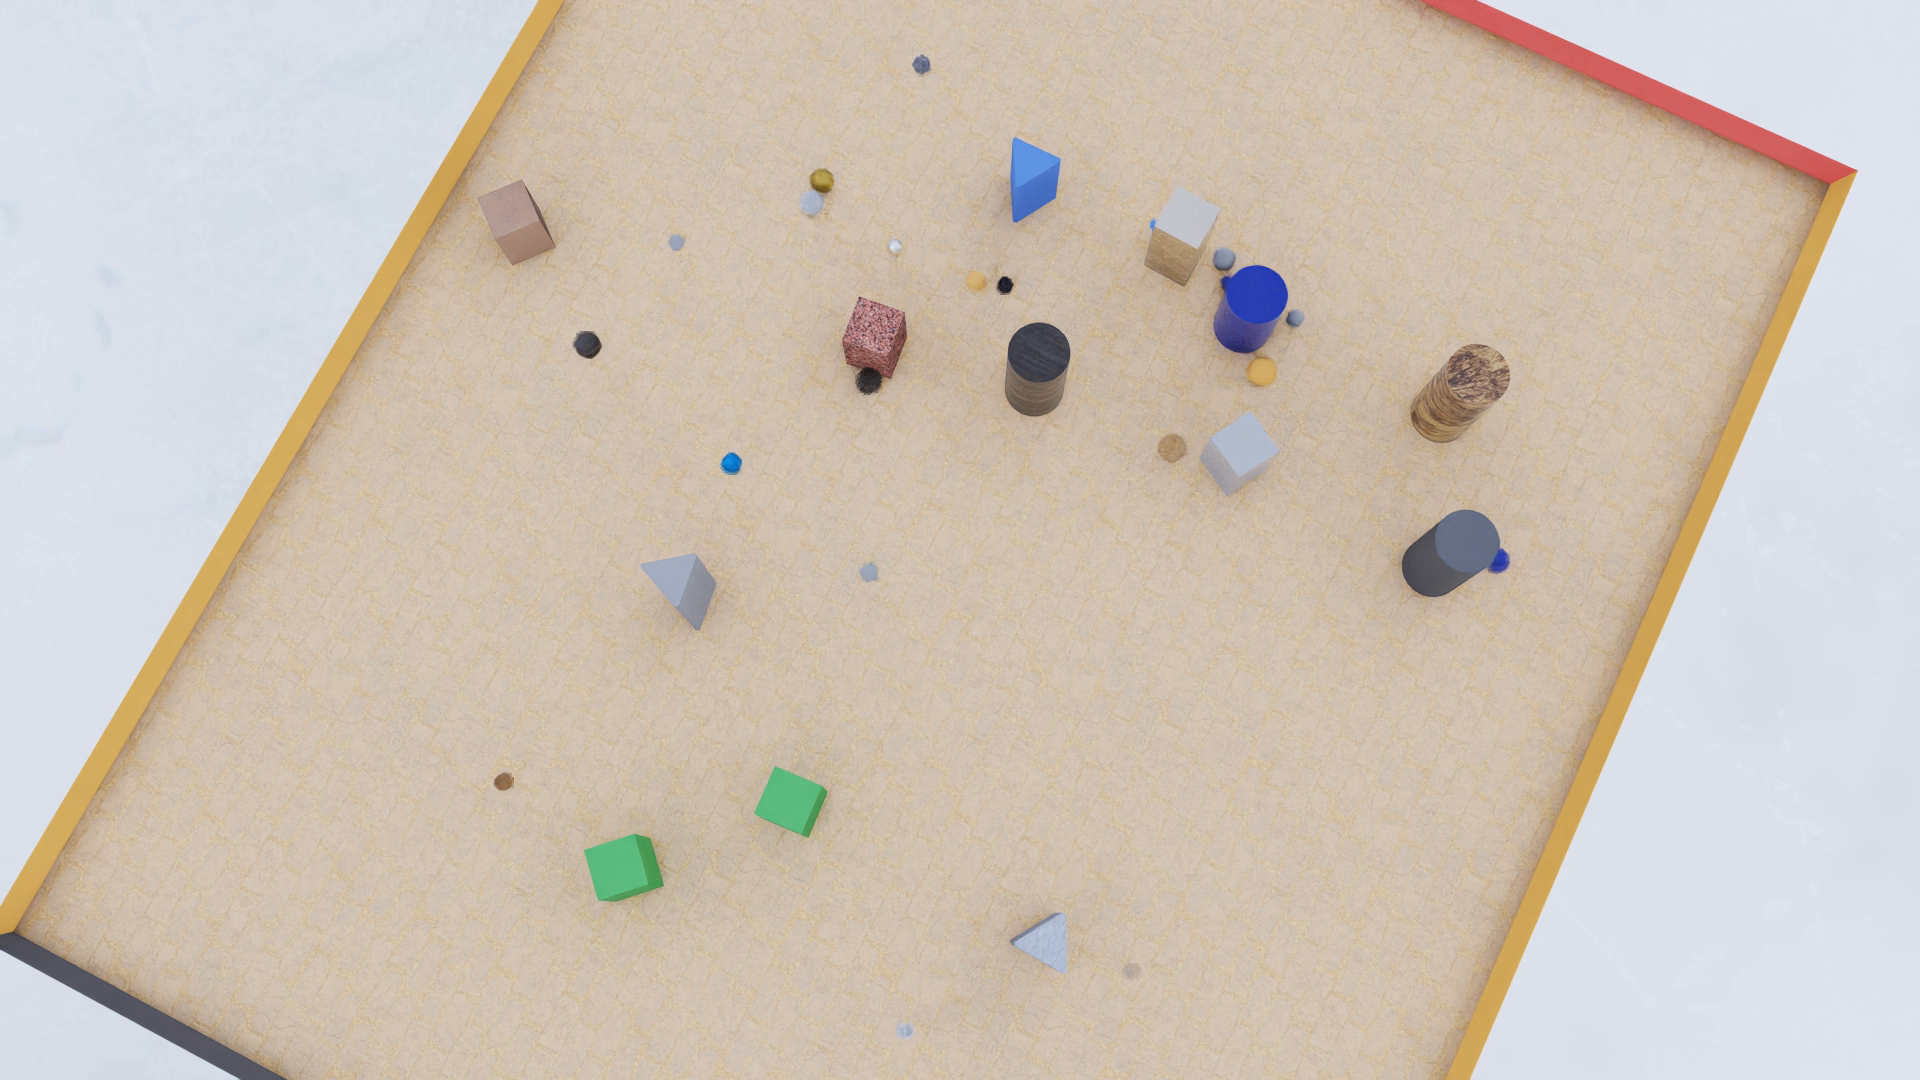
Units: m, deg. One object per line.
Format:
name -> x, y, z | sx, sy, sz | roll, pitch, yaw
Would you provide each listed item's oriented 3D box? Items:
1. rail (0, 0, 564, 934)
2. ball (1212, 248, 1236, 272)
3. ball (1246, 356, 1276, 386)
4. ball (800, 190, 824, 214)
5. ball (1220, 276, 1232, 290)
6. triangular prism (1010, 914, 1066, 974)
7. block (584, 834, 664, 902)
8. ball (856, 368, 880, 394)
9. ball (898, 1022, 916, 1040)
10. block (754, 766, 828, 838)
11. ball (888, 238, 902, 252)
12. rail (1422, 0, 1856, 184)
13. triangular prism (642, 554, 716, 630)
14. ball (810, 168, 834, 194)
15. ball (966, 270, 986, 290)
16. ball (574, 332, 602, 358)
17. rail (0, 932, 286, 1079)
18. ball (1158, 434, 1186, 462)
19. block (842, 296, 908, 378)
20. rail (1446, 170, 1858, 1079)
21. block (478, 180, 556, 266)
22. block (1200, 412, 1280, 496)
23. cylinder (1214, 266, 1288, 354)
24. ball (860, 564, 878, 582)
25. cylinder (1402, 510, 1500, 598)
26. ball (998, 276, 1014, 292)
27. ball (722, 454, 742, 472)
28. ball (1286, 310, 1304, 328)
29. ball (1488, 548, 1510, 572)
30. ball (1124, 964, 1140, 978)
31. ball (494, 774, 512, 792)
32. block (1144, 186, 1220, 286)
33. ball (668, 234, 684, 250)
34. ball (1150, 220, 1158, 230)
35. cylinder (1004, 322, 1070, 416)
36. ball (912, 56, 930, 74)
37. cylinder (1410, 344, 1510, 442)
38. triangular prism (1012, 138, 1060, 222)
rail -> -1.758, -0.854, 5.731 | 0.045, 0.119, 4.617 | 26, 80, 5
ball -> 0.831, -0.882, 5.762 | 0.071, 0.071, 0.071 | 0, 78, 0
ball -> 0.932, -0.523, 5.677 | 0.092, 0.092, 0.092 | 0, 78, 0
ball -> -0.467, -1.068, 5.797 | 0.078, 0.078, 0.078 | 0, 78, 0
ball -> 0.842, -0.808, 5.761 | 0.043, 0.043, 0.043 | 0, 78, 0
triangular prism -> 0.248, 1.111, 5.153 | 0.159, 0.459, 0.138 | 29, 80, 6
block -> -0.965, 0.946, 5.280 | 0.147, 0.275, 0.147 | -18, 79, -4
ball -> -0.285, -0.493, 5.678 | 0.079, 0.079, 0.079 | 0, 78, 0
ball -> -0.155, 1.419, 5.297 | 0.051, 0.051, 0.051 | 0, 78, 0
block -> -0.489, 0.764, 5.334 | 0.147, 0.243, 0.147 | 22, 79, 4
ball -> -0.205, -0.929, 5.785 | 0.045, 0.045, 0.045 | 0, 78, 0
rail -> 1.022, -1.995, 5.967 | 3.978, 0.119, 0.045 | 26, 80, 5
triangular prism -> -0.795, 0.128, 5.369 | 0.138, 0.433, 0.159 | -41, 81, -8
ball -> -0.438, -1.139, 5.811 | 0.079, 0.079, 0.079 | 0, 78, 0
ball -> 0.053, -0.816, 5.753 | 0.063, 0.063, 0.063 | 0, 78, 0
ball -> -1.157, -0.606, 5.700 | 0.082, 0.082, 0.082 | 0, 78, 0
rail -> -1.022, 2.008, 5.139 | 3.978, 0.119, 0.045 | 26, 80, 5
ball -> 0.652, -0.283, 5.631 | 0.086, 0.086, 0.086 | 0, 78, 0
block -> -0.260, -0.618, 5.622 | 0.147, 0.240, 0.147 | 19, 79, 4
rail -> 1.758, 0.867, 5.375 | 0.045, 0.119, 4.617 | 26, 80, 5
block -> -1.378, -0.986, 5.703 | 0.147, 0.229, 0.147 | -24, 79, -5
block -> 0.842, -0.258, 5.541 | 0.147, 0.251, 0.147 | -33, 80, -6
cylinder -> 0.887, -0.704, 5.613 | 0.184, 0.291, 0.184 | 0, 78, 0
ball -> -0.275, 0.100, 5.566 | 0.058, 0.058, 0.058 | 0, 78, 0
cylinder -> 1.441, 0.043, 5.403 | 0.184, 0.401, 0.184 | 0, 78, 0
ball -> 0.142, -0.802, 5.757 | 0.050, 0.050, 0.050 | 0, 78, 0
ball -> -0.701, -0.237, 5.634 | 0.061, 0.061, 0.061 | 0, 78, 0
ball -> 1.047, -0.691, 5.732 | 0.053, 0.053, 0.053 | 0, 78, 0
ball -> 1.631, 0.060, 5.565 | 0.075, 0.075, 0.075 | 0, 78, 0
ball -> 0.500, 1.255, 5.335 | 0.043, 0.043, 0.043 | 0, 78, 0
ball -> -1.357, 0.719, 5.441 | 0.053, 0.053, 0.053 | 0, 78, 0
block -> 0.680, -0.930, 5.638 | 0.147, 0.334, 0.147 | 29, 80, 6
ball -> -0.896, -0.938, 5.785 | 0.049, 0.049, 0.049 | 0, 78, 0
ball -> 0.621, -0.995, 5.801 | 0.040, 0.040, 0.040 | 0, 78, 0
cylinder -> 0.231, -0.511, 5.534 | 0.184, 0.368, 0.184 | 0, 78, 0
ball -> -0.123, -1.531, 5.903 | 0.059, 0.059, 0.059 | 0, 78, 0
cylinder -> 1.493, -0.434, 5.488 | 0.184, 0.428, 0.184 | 0, 78, 0
triangular prism -> 0.201, -1.137, 5.703 | 0.159, 0.290, 0.138 | -33, 80, -6
